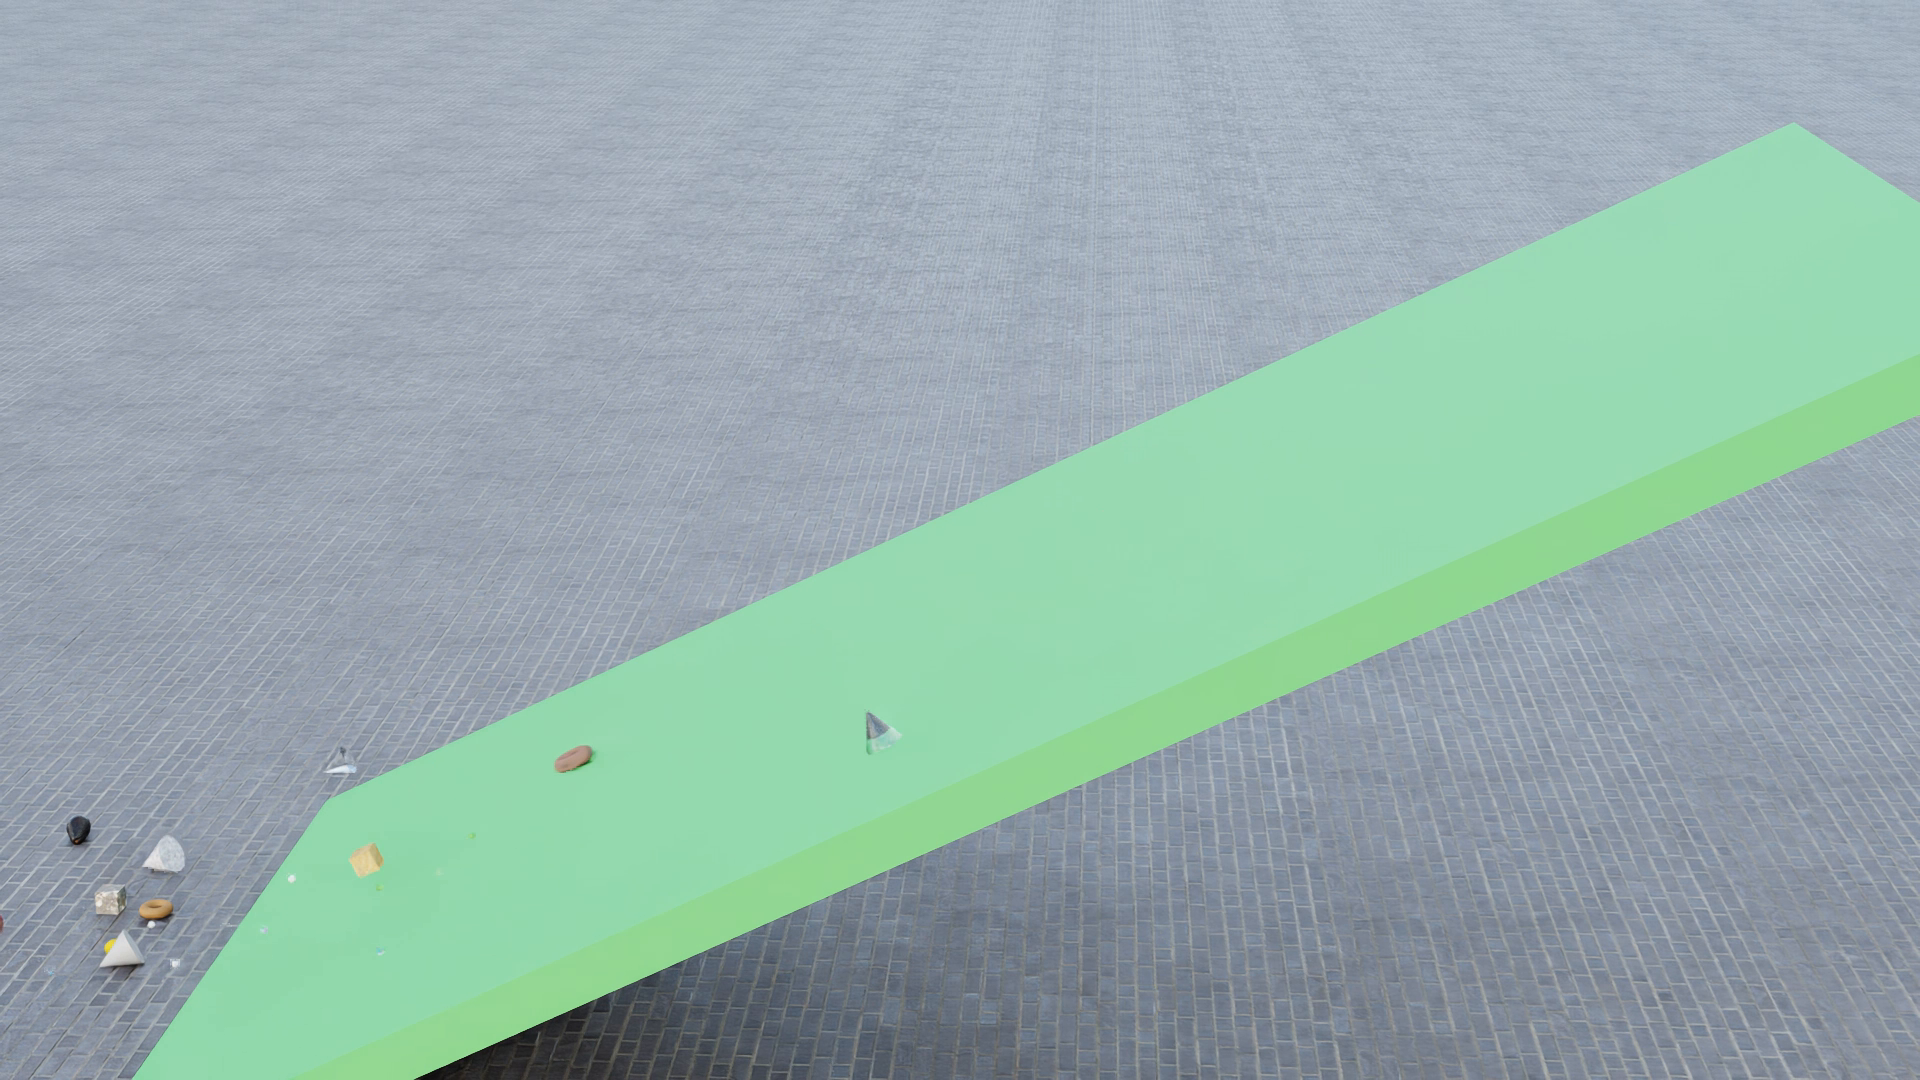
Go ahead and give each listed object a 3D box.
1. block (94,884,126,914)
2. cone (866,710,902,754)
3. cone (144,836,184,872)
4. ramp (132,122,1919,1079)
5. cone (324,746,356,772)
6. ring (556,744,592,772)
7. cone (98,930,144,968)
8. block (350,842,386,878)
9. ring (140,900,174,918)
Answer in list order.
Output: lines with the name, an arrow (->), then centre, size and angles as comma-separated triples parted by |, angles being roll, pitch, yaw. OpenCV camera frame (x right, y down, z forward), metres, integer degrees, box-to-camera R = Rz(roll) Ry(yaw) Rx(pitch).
block -> -2.051, 0.868, 7.104 | 0.054, 0.054, 0.054 | 1, 16, 5
cone -> -0.167, 0.364, 5.741 | 0.080, 0.080, 0.080 | -25, 13, 7
cone -> -2.008, 0.800, 7.354 | 0.096, 0.096, 0.096 | -23, 8, 21
ramp -> 0.138, 0.168, 6.281 | 4.000, 0.100, 2.000 | -25, 14, 10
cone -> -1.698, 0.615, 8.004 | 0.080, 0.080, 0.080 | -26, 15, 7
ring -> -0.881, 0.499, 6.705 | 0.093, 0.031, 0.093 | -26, 12, 6
cone -> -1.951, 0.964, 6.798 | 0.092, 0.092, 0.092 | -31, 23, -9
block -> -1.349, 0.729, 6.691 | 0.052, 0.052, 0.052 | -25, 14, 9
ring -> -1.935, 0.889, 7.082 | 0.080, 0.027, 0.080 | -1, 17, 0
